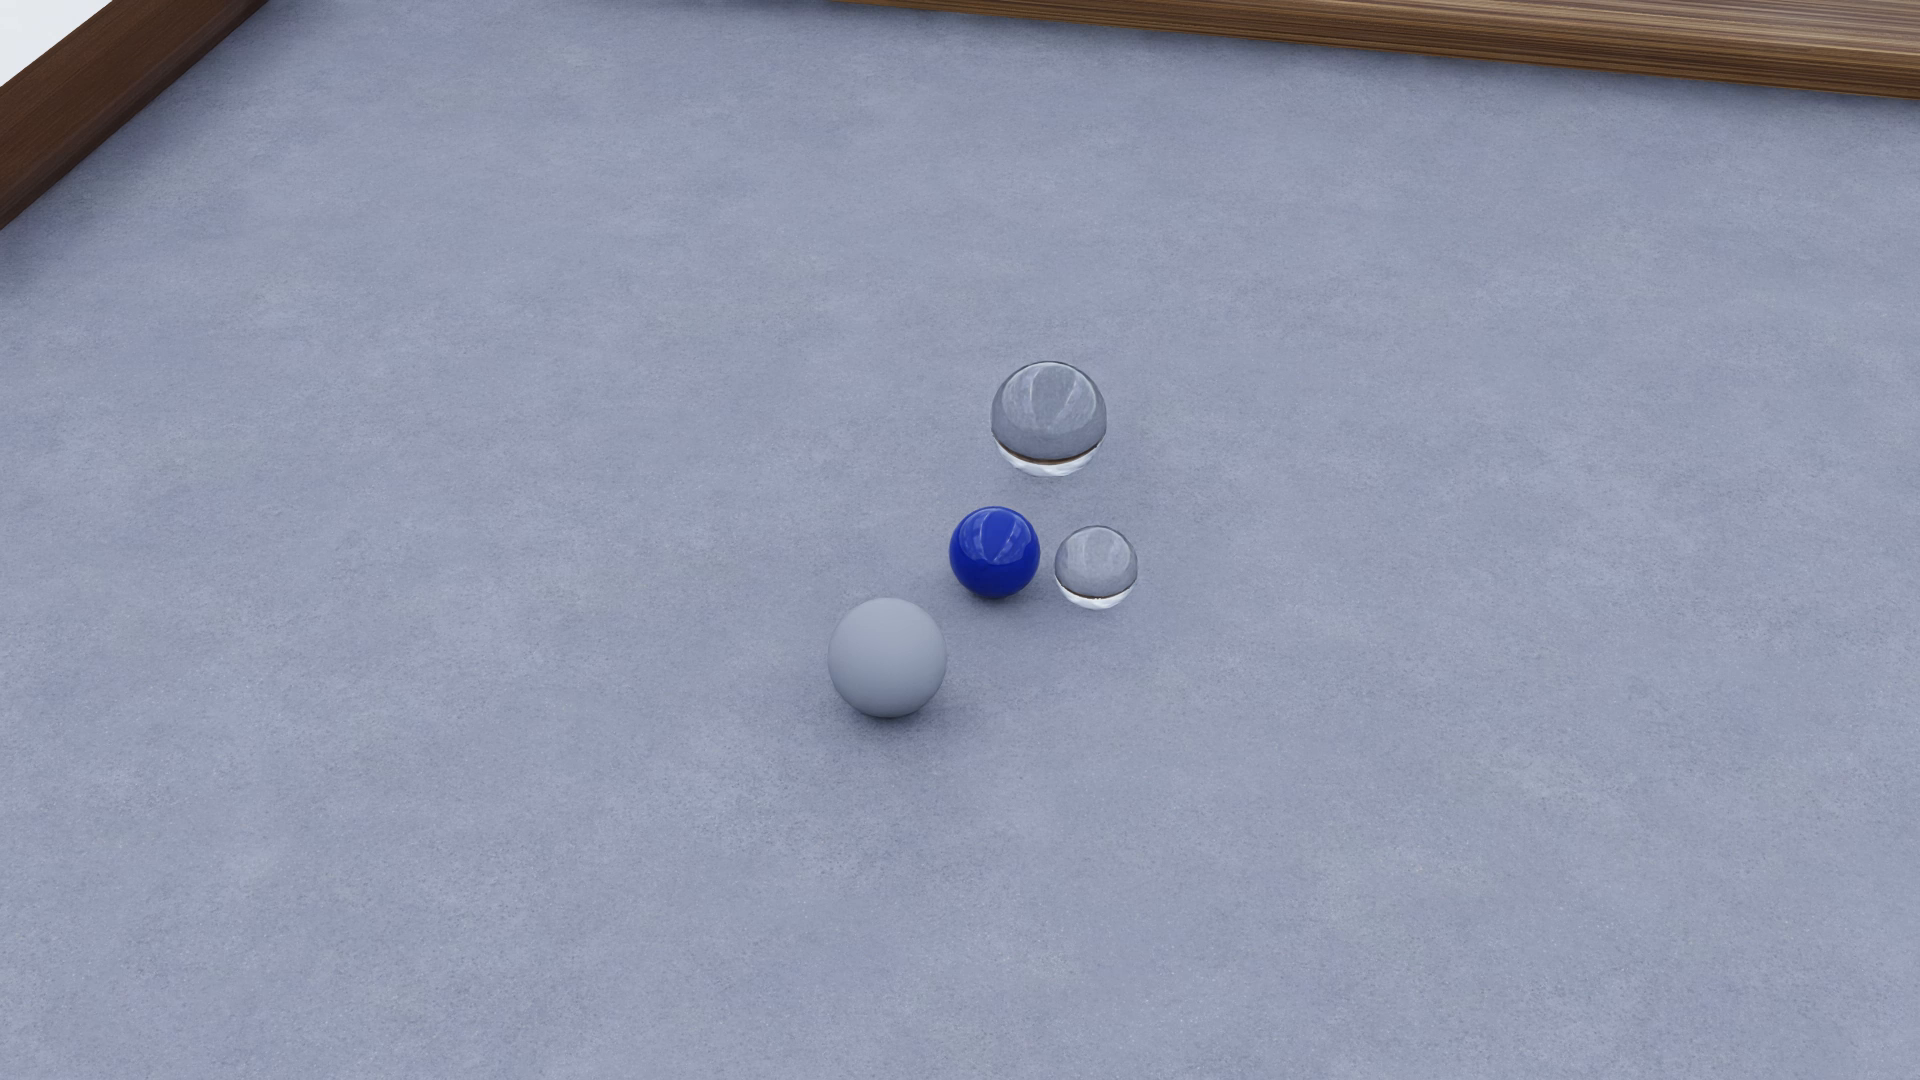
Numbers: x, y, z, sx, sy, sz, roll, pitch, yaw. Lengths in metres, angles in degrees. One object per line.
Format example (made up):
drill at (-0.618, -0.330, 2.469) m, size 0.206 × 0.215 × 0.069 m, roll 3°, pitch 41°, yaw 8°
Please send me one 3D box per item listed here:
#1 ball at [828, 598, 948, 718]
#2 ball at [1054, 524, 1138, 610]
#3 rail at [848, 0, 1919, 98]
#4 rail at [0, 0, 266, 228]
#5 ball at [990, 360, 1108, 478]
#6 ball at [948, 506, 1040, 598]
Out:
ball at (-0.050, 0.081, 1.766) m, size 0.083 × 0.083 × 0.083 m, roll 0°, pitch 34°, yaw 0°
ball at (0.099, 0.020, 1.873) m, size 0.062 × 0.062 × 0.062 m, roll 0°, pitch 34°, yaw 0°
rail at (1.205, -0.457, 2.520) m, size 3.990 × 0.121 × 0.045 m, roll 7°, pitch 35°, yaw 11°
rail at (-0.948, -0.143, 2.059) m, size 0.045 × 0.121 × 2.107 m, roll 7°, pitch 35°, yaw 11°
ball at (0.070, -0.095, 2.015) m, size 0.093 × 0.093 × 0.093 m, roll 0°, pitch 34°, yaw 0°
ball at (0.025, 0.009, 1.885) m, size 0.068 × 0.068 × 0.068 m, roll 0°, pitch 34°, yaw 0°
